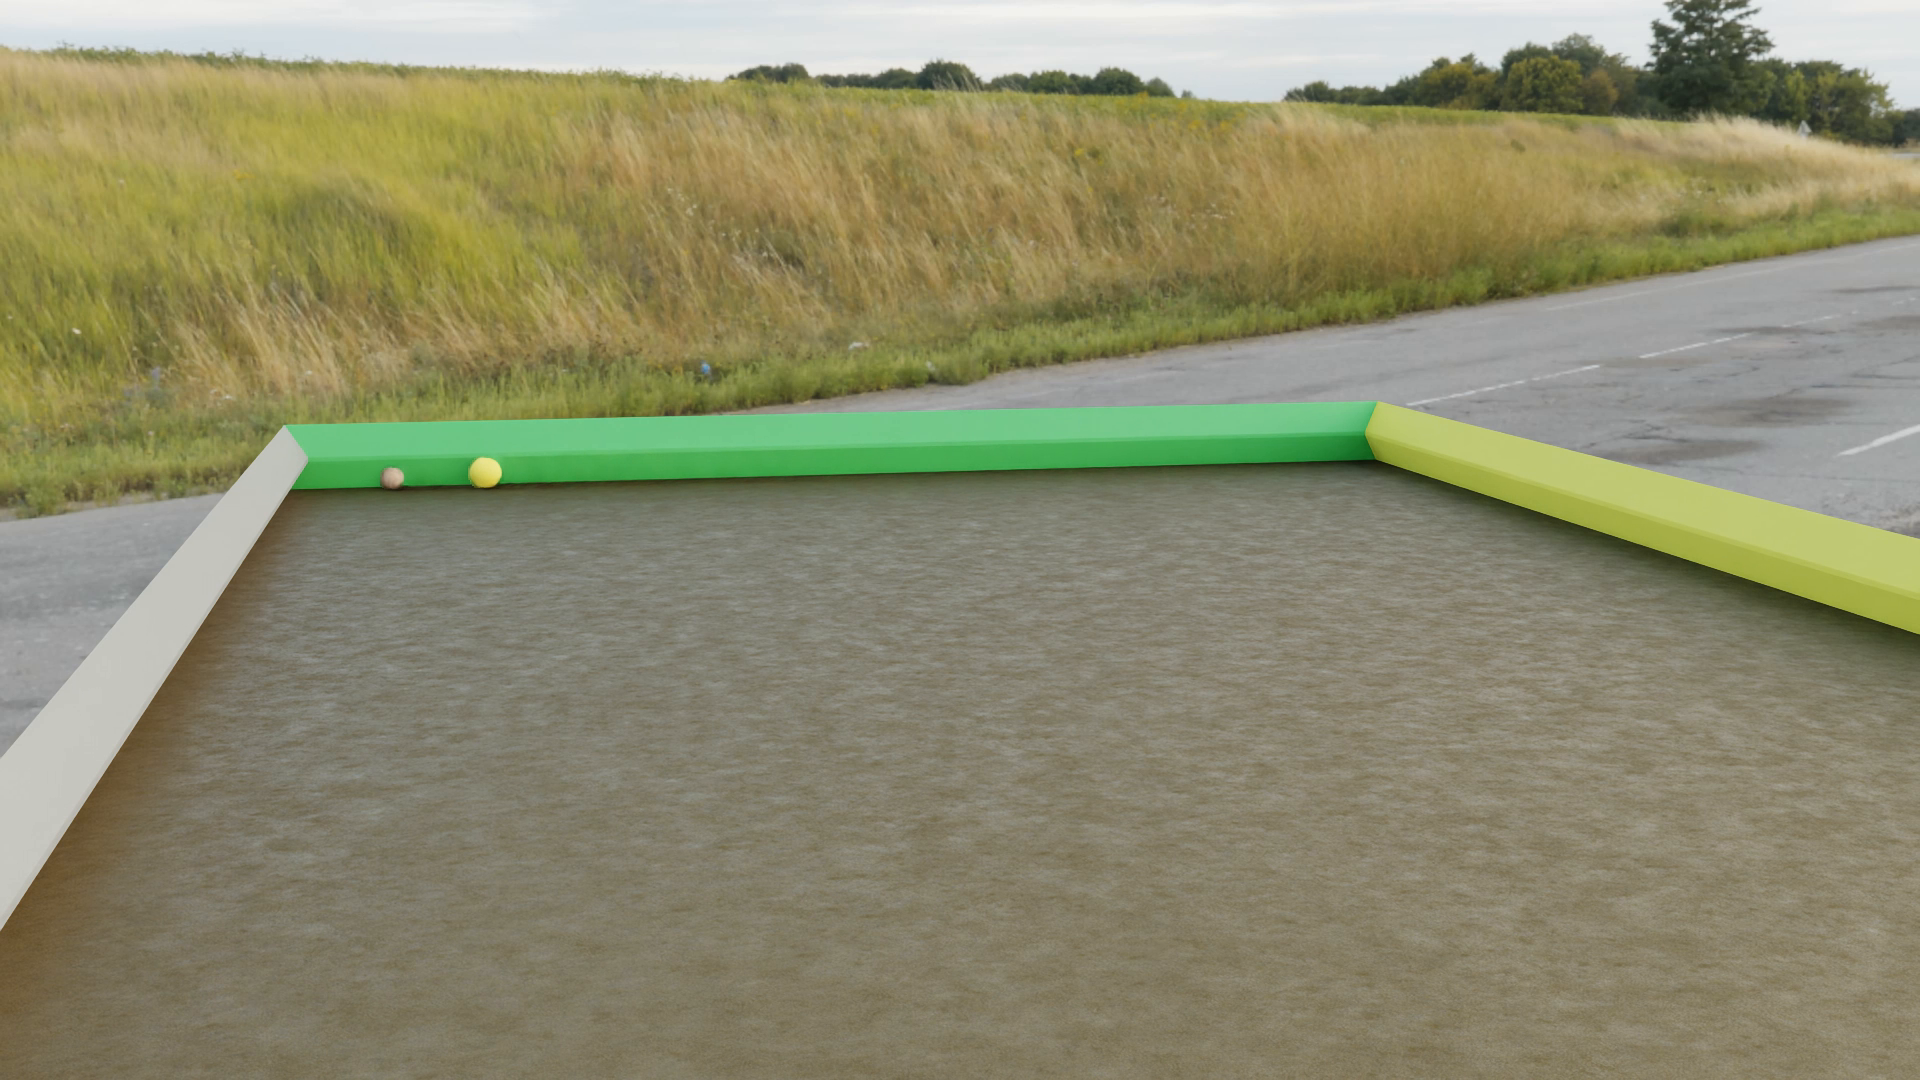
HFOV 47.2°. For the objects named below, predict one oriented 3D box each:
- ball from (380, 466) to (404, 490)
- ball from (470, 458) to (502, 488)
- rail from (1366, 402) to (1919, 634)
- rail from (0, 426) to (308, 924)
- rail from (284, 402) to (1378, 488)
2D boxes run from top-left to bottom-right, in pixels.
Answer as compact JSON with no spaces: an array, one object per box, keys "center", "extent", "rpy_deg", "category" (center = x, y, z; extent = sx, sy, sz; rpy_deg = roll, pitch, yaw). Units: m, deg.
[{"center":[-1.058,-0.115,4.102],"extent":[0.043,0.043,0.043],"rpy_deg":[0,9,0],"category":"ball"},{"center":[-0.889,-0.126,4.119],"extent":[0.059,0.059,0.059],"rpy_deg":[0,9,0],"category":"ball"},{"center":[1.236,0.086,2.647],"extent":[0.045,0.119,3.902],"rpy_deg":[-2,10,-12],"category":"rail"},{"center":[-0.838,0.156,2.221],"extent":[0.045,0.119,3.902],"rpy_deg":[-2,10,-12],"category":"rail"},{"center":[-0.194,-0.187,4.295],"extent":[2.166,0.119,0.045],"rpy_deg":[-2,10,-12],"category":"rail"}]
